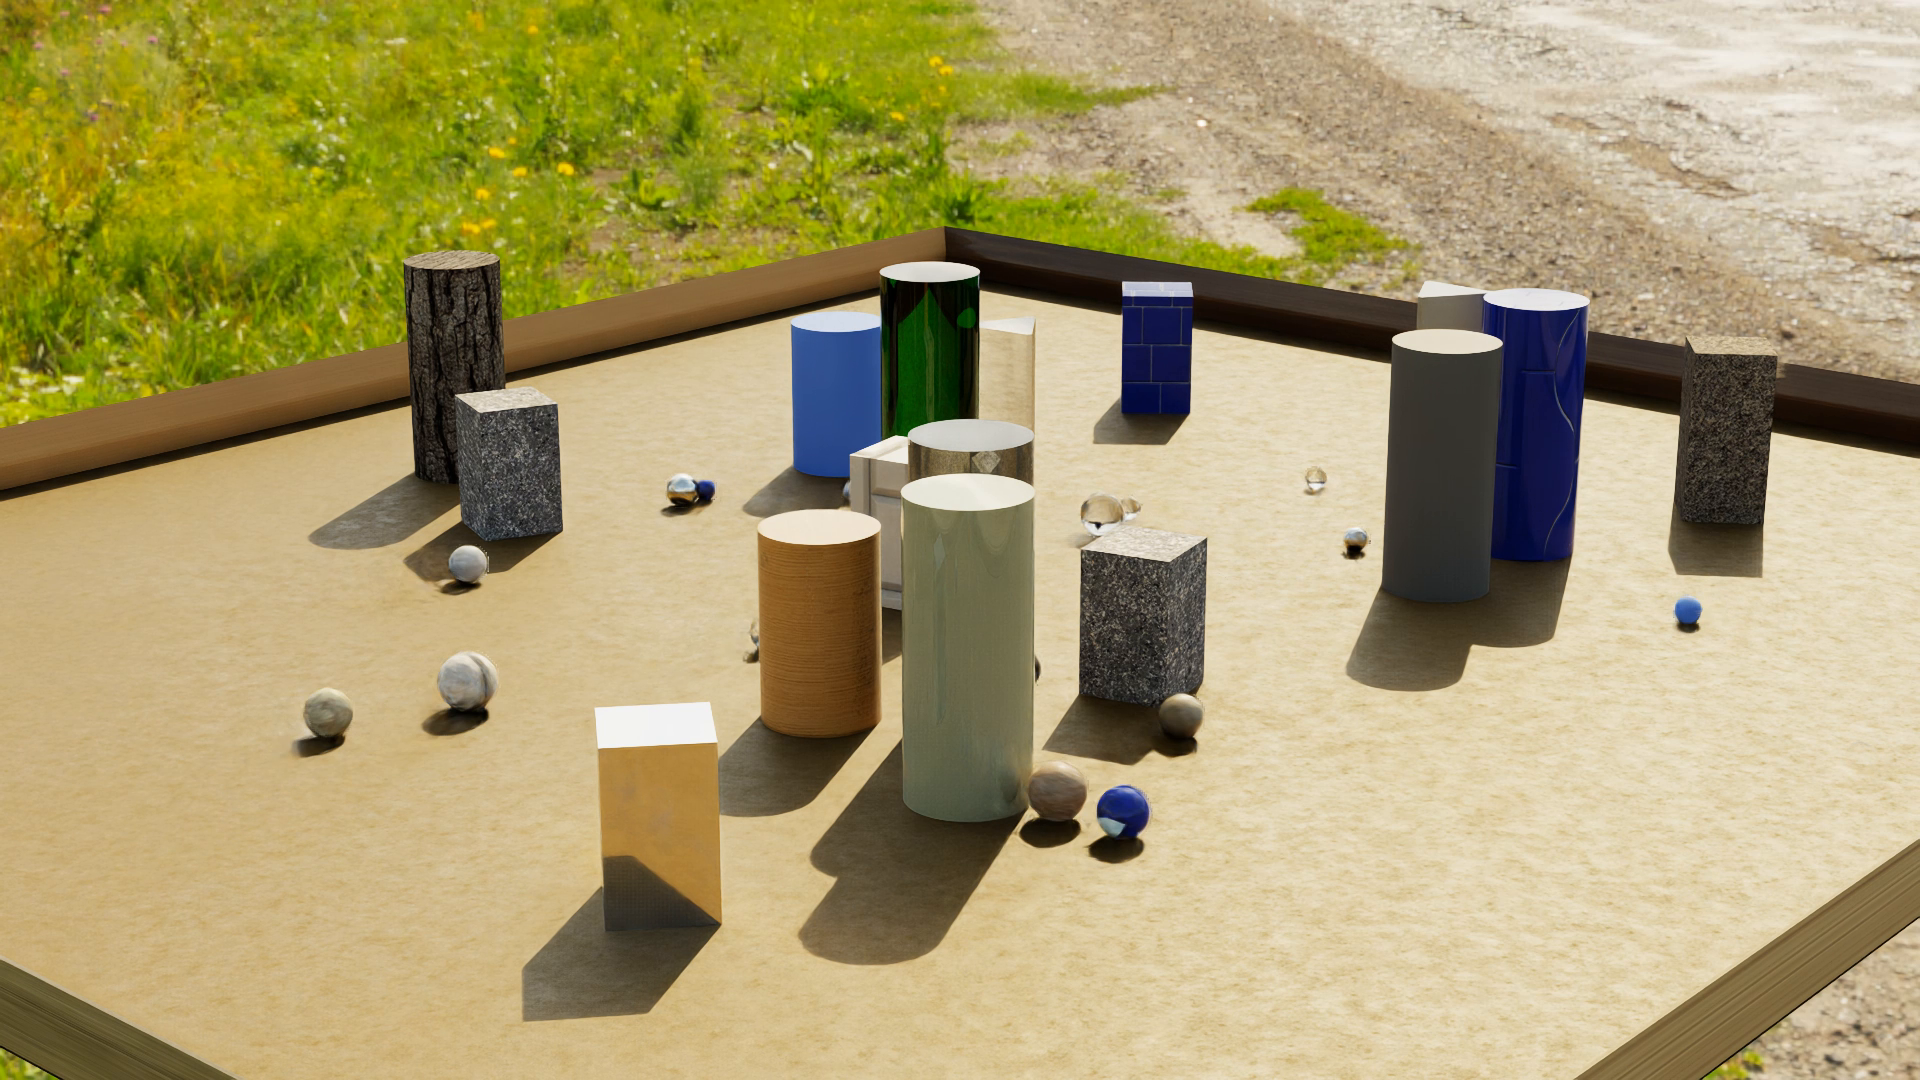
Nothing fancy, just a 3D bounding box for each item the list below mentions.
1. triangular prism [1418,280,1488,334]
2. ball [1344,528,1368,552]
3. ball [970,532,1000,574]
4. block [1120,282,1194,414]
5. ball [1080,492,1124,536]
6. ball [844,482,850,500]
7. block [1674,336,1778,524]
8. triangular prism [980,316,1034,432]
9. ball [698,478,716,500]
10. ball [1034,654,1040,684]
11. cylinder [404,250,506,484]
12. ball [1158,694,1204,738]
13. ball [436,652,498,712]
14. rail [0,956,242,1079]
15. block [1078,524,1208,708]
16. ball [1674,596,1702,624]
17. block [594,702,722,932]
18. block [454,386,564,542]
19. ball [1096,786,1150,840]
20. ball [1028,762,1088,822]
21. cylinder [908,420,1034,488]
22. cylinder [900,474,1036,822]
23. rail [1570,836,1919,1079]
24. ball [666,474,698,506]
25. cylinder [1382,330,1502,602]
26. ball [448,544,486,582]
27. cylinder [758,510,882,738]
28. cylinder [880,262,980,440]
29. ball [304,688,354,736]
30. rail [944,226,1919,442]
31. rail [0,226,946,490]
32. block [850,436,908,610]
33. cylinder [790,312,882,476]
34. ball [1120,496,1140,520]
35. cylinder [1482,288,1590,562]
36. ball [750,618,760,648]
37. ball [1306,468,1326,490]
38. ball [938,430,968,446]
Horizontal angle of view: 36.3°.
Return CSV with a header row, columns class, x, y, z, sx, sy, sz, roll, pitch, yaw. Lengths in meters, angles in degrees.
class,x,y,z,sx,sy,sz,roll,pitch,yaw
triangular prism,0.974,-0.344,5.973,0.163,0.347,0.141,-5,18,-16
ball,0.724,-0.001,5.362,0.045,0.045,0.045,0,17,0
ball,0.033,0.024,5.226,0.077,0.077,0.077,0,17,0
block,0.427,-0.419,6.378,0.150,0.257,0.150,1,17,3
ball,0.264,-0.048,5.451,0.083,0.083,0.083,0,17,0
ball,-0.206,-0.095,5.682,0.040,0.040,0.040,0,17,0
block,1.452,-0.210,5.568,0.150,0.326,0.150,2,17,7
triangular prism,0.110,-0.297,5.917,0.163,0.289,0.141,11,20,33
ball,-0.495,-0.098,5.687,0.042,0.042,0.042,0,17,0
ball,0.094,0.205,4.643,0.067,0.067,0.067,0,17,0
cylinder,-1.000,-0.345,5.831,0.188,0.432,0.188,0,17,0
ball,0.335,0.267,4.436,0.069,0.069,0.069,0,17,0
ball,-0.764,0.219,4.548,0.094,0.094,0.094,0,17,0
rail,-1.341,0.477,3.643,3.702,0.122,0.045,14,22,39
block,0.289,0.119,4.628,0.150,0.240,0.150,9,19,26
ball,1.233,0.118,4.966,0.046,0.046,0.046,0,17,0
block,-0.393,0.359,3.815,0.150,0.252,0.150,-2,17,-8
block,-0.844,-0.144,5.489,0.150,0.246,0.150,-8,19,-26
ball,0.226,0.378,4.058,0.075,0.075,0.075,0,17,0
ball,0.137,0.353,4.121,0.084,0.084,0.084,0,17,0
cylinder,0.016,0.068,4.403,0.188,0.467,0.188,0,17,0
cylinder,0.012,0.151,4.147,0.188,0.456,0.188,0,17,0
rail,1.380,0.377,3.974,0.045,0.122,4.137,14,22,39
ball,-0.535,-0.096,5.645,0.063,0.063,0.063,0,17,0
cylinder,0.837,-0.130,5.103,0.188,0.442,0.188,0,17,0
ball,-0.870,0.041,5.185,0.066,0.066,0.066,0,17,0
cylinder,-0.214,0.126,4.489,0.188,0.306,0.188,0,17,0
cylinder,-0.056,-0.279,5.555,0.188,0.466,0.188,0,17,0
ball,-0.957,0.261,4.443,0.074,0.074,0.074,0,17,0
rail,1.341,-0.416,6.599,3.702,0.122,0.045,14,22,39
rail,-1.380,-0.316,6.268,0.045,0.122,4.137,14,22,39
block,-0.086,-0.028,5.074,0.150,0.262,0.150,10,19,29
cylinder,-0.244,-0.295,5.899,0.188,0.296,0.188,0,17,0
ball,0.320,-0.061,5.561,0.044,0.044,0.044,0,17,0
cylinder,1.034,-0.210,5.327,0.188,0.464,0.188,0,17,0
ball,-0.316,0.152,4.829,0.060,0.060,0.060,0,17,0
ball,0.700,-0.121,5.764,0.042,0.042,0.042,0,17,0
ball,-0.016,-0.192,5.966,0.061,0.061,0.061,0,17,0
